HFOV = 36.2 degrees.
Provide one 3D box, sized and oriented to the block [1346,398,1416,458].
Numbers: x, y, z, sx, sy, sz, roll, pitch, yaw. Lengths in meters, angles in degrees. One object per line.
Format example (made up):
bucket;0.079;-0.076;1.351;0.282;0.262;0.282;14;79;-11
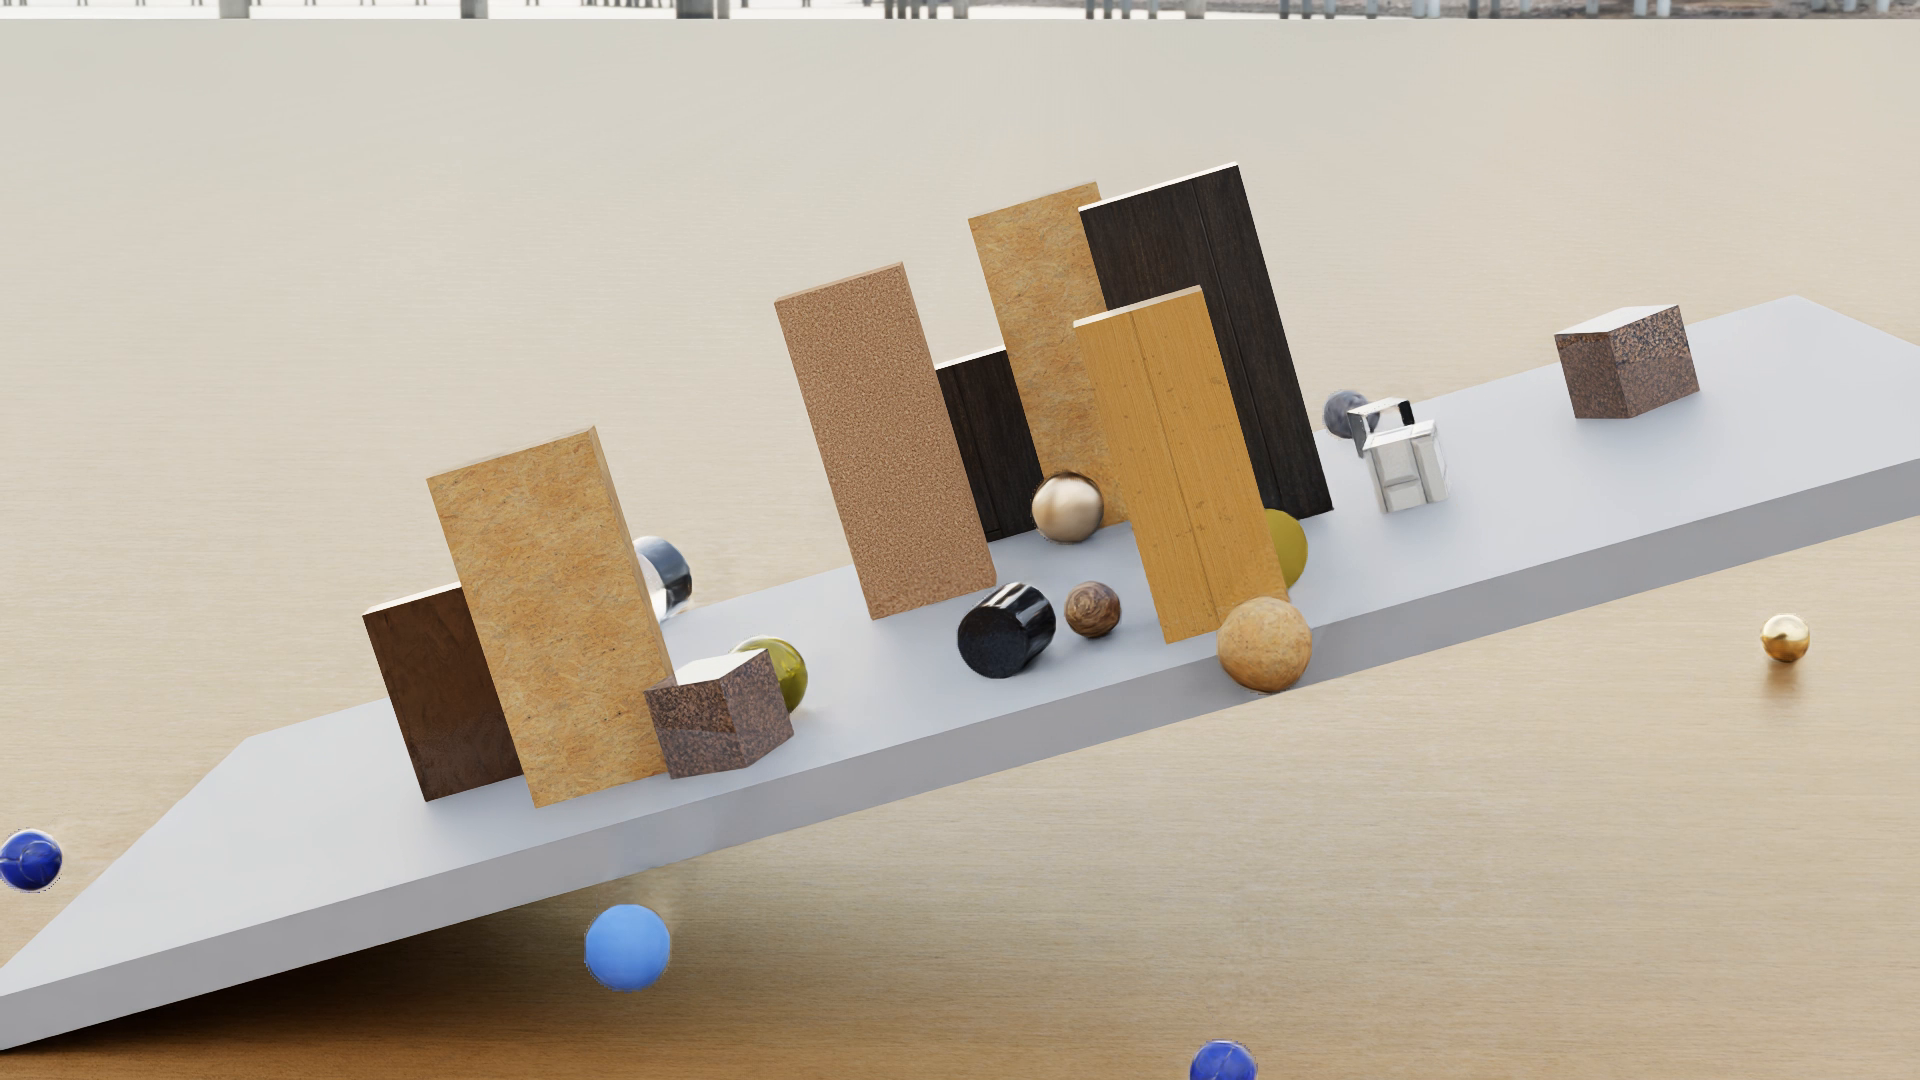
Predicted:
block;0.962;-0.253;6.679;0.110;0.110;0.110;-19;10;-13

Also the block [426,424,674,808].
block;-0.762;0.149;5.674;0.324;0.676;0.090;-16;10;5

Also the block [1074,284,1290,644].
block;0.415;-0.140;5.476;0.243;0.619;0.100;-16;10;5

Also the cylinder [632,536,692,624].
cylinder;-0.807;0.121;7.267;0.210;0.210;0.210;6;20;28

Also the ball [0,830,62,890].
ball;-2.026;0.698;6.412;0.133;0.133;0.133;0;11;0

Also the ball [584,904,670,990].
ball;-0.588;0.721;5.211;0.151;0.151;0.151;0;11;0

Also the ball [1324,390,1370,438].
ball;0.920;-0.298;6.982;0.116;0.116;0.116;0;11;0

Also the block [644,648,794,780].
block;-0.459;0.331;5.619;0.179;0.179;0.179;-11;11;31

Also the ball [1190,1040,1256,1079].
ball;0.422;0.858;4.722;0.107;0.107;0.107;0;11;0

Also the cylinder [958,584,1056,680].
cylinder;0.091;0.175;5.660;0.147;0.147;0.147;4;18;22

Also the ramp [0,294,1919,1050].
ramp;0.091;0.187;6.319;4.000;0.100;2.000;-16;10;5

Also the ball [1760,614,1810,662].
ball;2.441;0.290;8.695;0.143;0.143;0.143;0;11;0

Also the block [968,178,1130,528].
block;0.274;-0.416;6.791;0.304;0.772;0.094;-16;10;5

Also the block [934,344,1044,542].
block;0.154;-0.251;7.062;0.316;0.436;0.105;-16;10;5

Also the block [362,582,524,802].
block;-1.025;0.301;6.054;0.279;0.410;0.082;-16;10;5

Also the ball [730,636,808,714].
ball;-0.388;0.275;5.832;0.172;0.172;0.172;0;11;0

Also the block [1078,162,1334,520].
block;0.522;-0.385;6.241;0.344;0.759;0.106;-16;10;5

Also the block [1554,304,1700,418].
block;1.443;-0.385;6.367;0.194;0.194;0.194;-21;11;-22

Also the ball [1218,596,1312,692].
ball;0.538;0.184;5.188;0.168;0.168;0.168;0;11;0

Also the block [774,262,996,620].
block;-0.162;-0.218;6.519;0.288;0.740;0.109;-16;10;5

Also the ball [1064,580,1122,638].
ball;0.257;0.135;5.709;0.111;0.111;0.111;0;11;0

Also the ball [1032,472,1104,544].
ball;0.248;-0.075;6.725;0.165;0.165;0.165;0;11;0

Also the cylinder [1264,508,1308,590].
cylinder;0.562;0.018;5.689;0.163;0.163;0.163;-4;5;-21

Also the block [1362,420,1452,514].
block;0.926;-0.152;6.088;0.142;0.142;0.142;-14;10;15
